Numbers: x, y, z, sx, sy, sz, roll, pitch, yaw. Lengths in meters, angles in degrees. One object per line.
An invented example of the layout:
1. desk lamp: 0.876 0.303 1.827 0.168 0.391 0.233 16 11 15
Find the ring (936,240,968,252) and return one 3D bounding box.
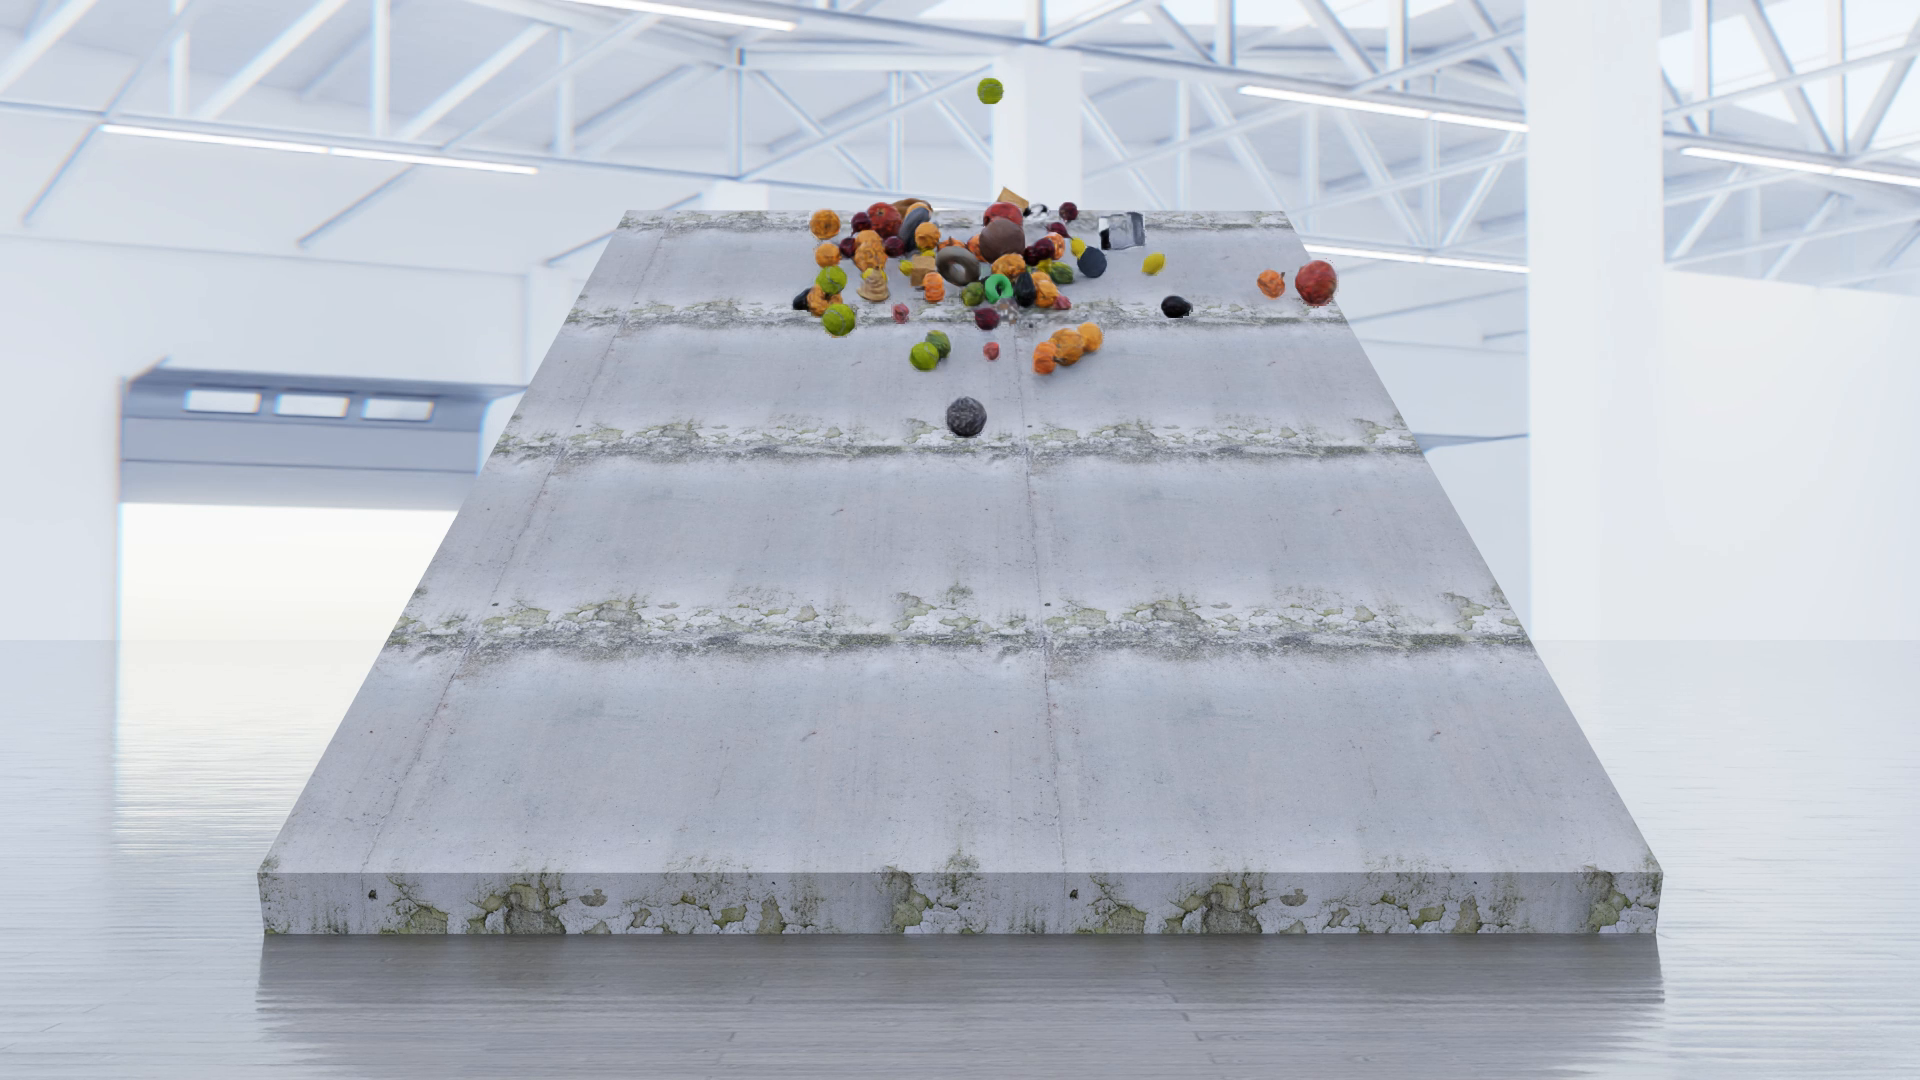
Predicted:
1. ring: -0.022 -0.827 6.491 0.088 0.029 0.088 2 20 -1

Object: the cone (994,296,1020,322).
1. cone: 0.106 -0.575 5.851 0.074 0.074 0.074 1 -21 -27

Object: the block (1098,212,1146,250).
1. block: 0.456 -0.869 6.459 0.093 0.093 0.093 -4 4 31

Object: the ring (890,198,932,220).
1. ring: -0.147 -0.992 6.887 0.128 0.043 0.128 -1 26 0

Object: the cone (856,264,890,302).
1. cone: -0.219 -0.681 5.964 0.088 0.088 0.088 7 37 -5

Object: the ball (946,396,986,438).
1. ball: 0.014 -0.268 5.004 0.088 0.088 0.088 0 -2 0

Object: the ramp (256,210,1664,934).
1. ramp: -0.006 -0.219 5.134 2.000 0.100 4.000 0 22 0

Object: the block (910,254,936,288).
1. block: -0.099 -0.720 6.146 0.060 0.060 0.060 7 40 -3

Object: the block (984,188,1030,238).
1. block: 0.134 -0.948 6.638 0.087 0.087 0.087 30 -39 -5

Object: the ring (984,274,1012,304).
1. ring: 0.099 -0.641 5.873 0.087 0.087 0.029 2 -7 -41

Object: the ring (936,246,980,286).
1. ring: -0.005 -0.723 6.053 0.129 0.043 0.129 19 -35 14

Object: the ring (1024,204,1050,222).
1. ring: 0.222 -0.947 6.627 0.076 0.025 0.076 -8 -24 -4
